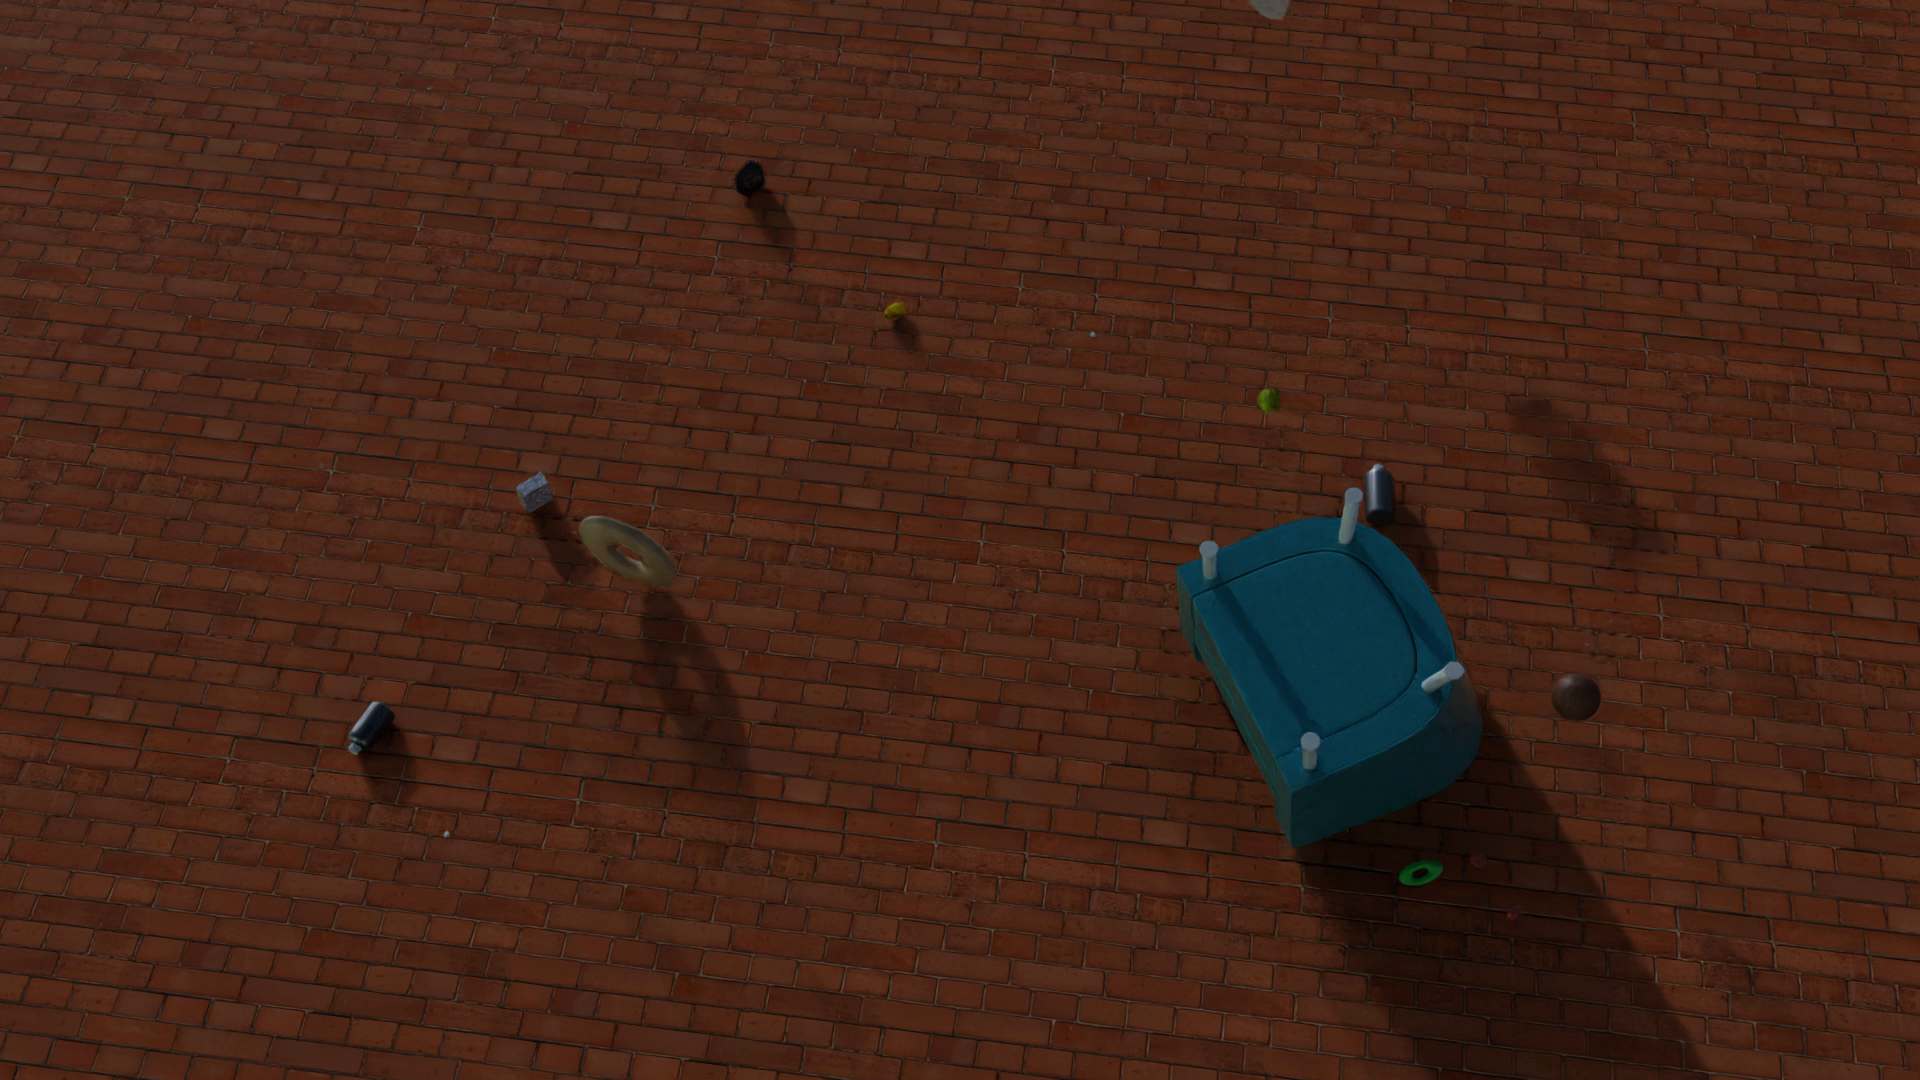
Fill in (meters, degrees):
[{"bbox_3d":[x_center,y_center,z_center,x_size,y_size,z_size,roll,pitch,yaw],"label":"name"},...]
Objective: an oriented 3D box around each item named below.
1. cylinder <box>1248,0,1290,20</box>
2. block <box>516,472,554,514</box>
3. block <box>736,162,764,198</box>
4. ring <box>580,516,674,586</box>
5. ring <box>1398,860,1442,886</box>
[{"bbox_3d":[1.016,-1.826,7.125,0.127,0.223,0.179,13,72,36],"label":"cylinder"},{"bbox_3d":[-1.279,-0.142,6.613,0.086,0.093,0.045,-33,62,-20],"label":"block"},{"bbox_3d":[-0.700,-1.203,7.337,0.050,0.072,0.084,28,61,19],"label":"block"},{"bbox_3d":[-0.969,0.034,6.397,0.322,0.181,0.056,36,41,-21],"label":"ring"},{"bbox_3d":[1.242,0.898,5.936,0.126,0.031,0.066,-18,93,3],"label":"ring"}]
